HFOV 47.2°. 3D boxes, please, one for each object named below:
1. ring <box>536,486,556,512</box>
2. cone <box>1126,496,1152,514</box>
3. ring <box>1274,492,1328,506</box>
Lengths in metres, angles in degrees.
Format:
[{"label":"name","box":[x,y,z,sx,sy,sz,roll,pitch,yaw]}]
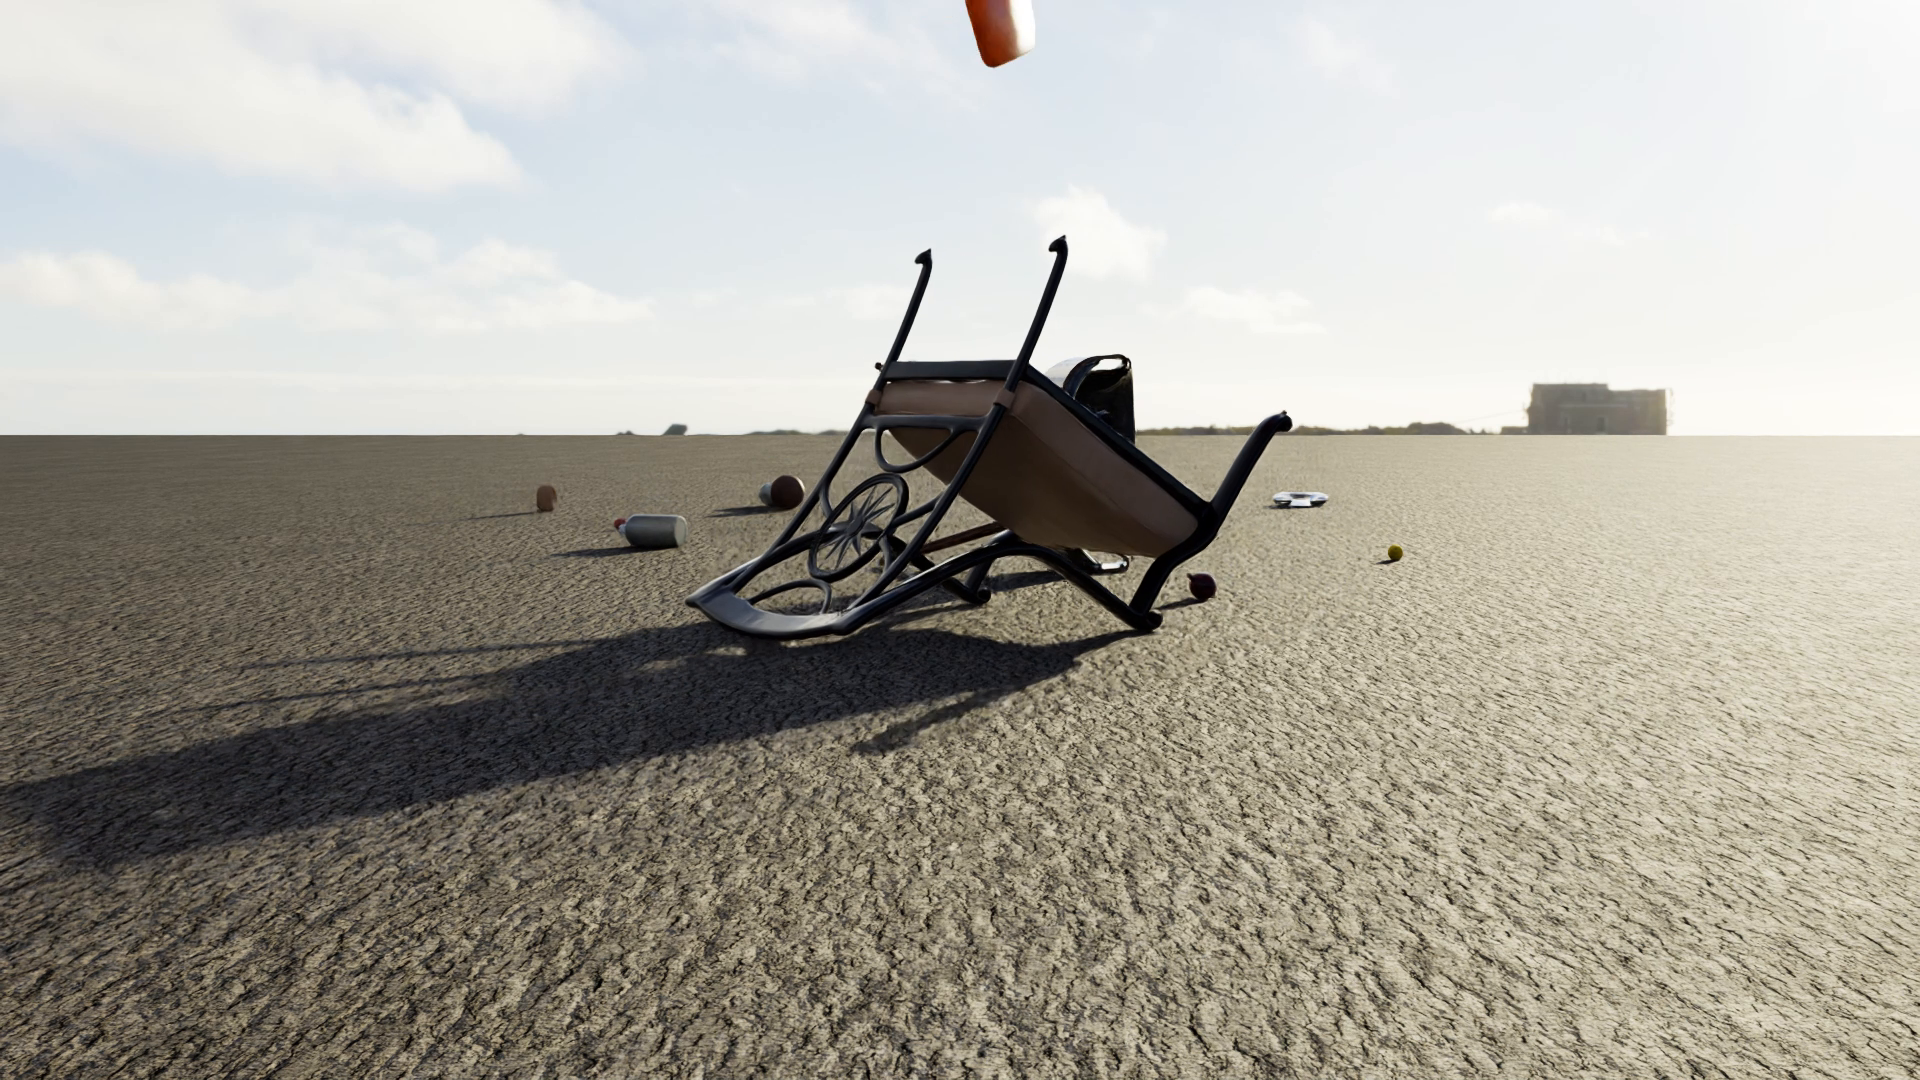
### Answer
[{"label":"ring","box":[-1.518,-0.152,8.073,0.056,0.101,0.097,-2,-35,7]},{"label":"cone","box":[0.660,-0.110,7.911,0.065,0.067,0.134,35,-2,-35]},{"label":"ring","box":[1.317,-0.159,8.510,0.213,0.049,0.207,-1,3,-24]}]
